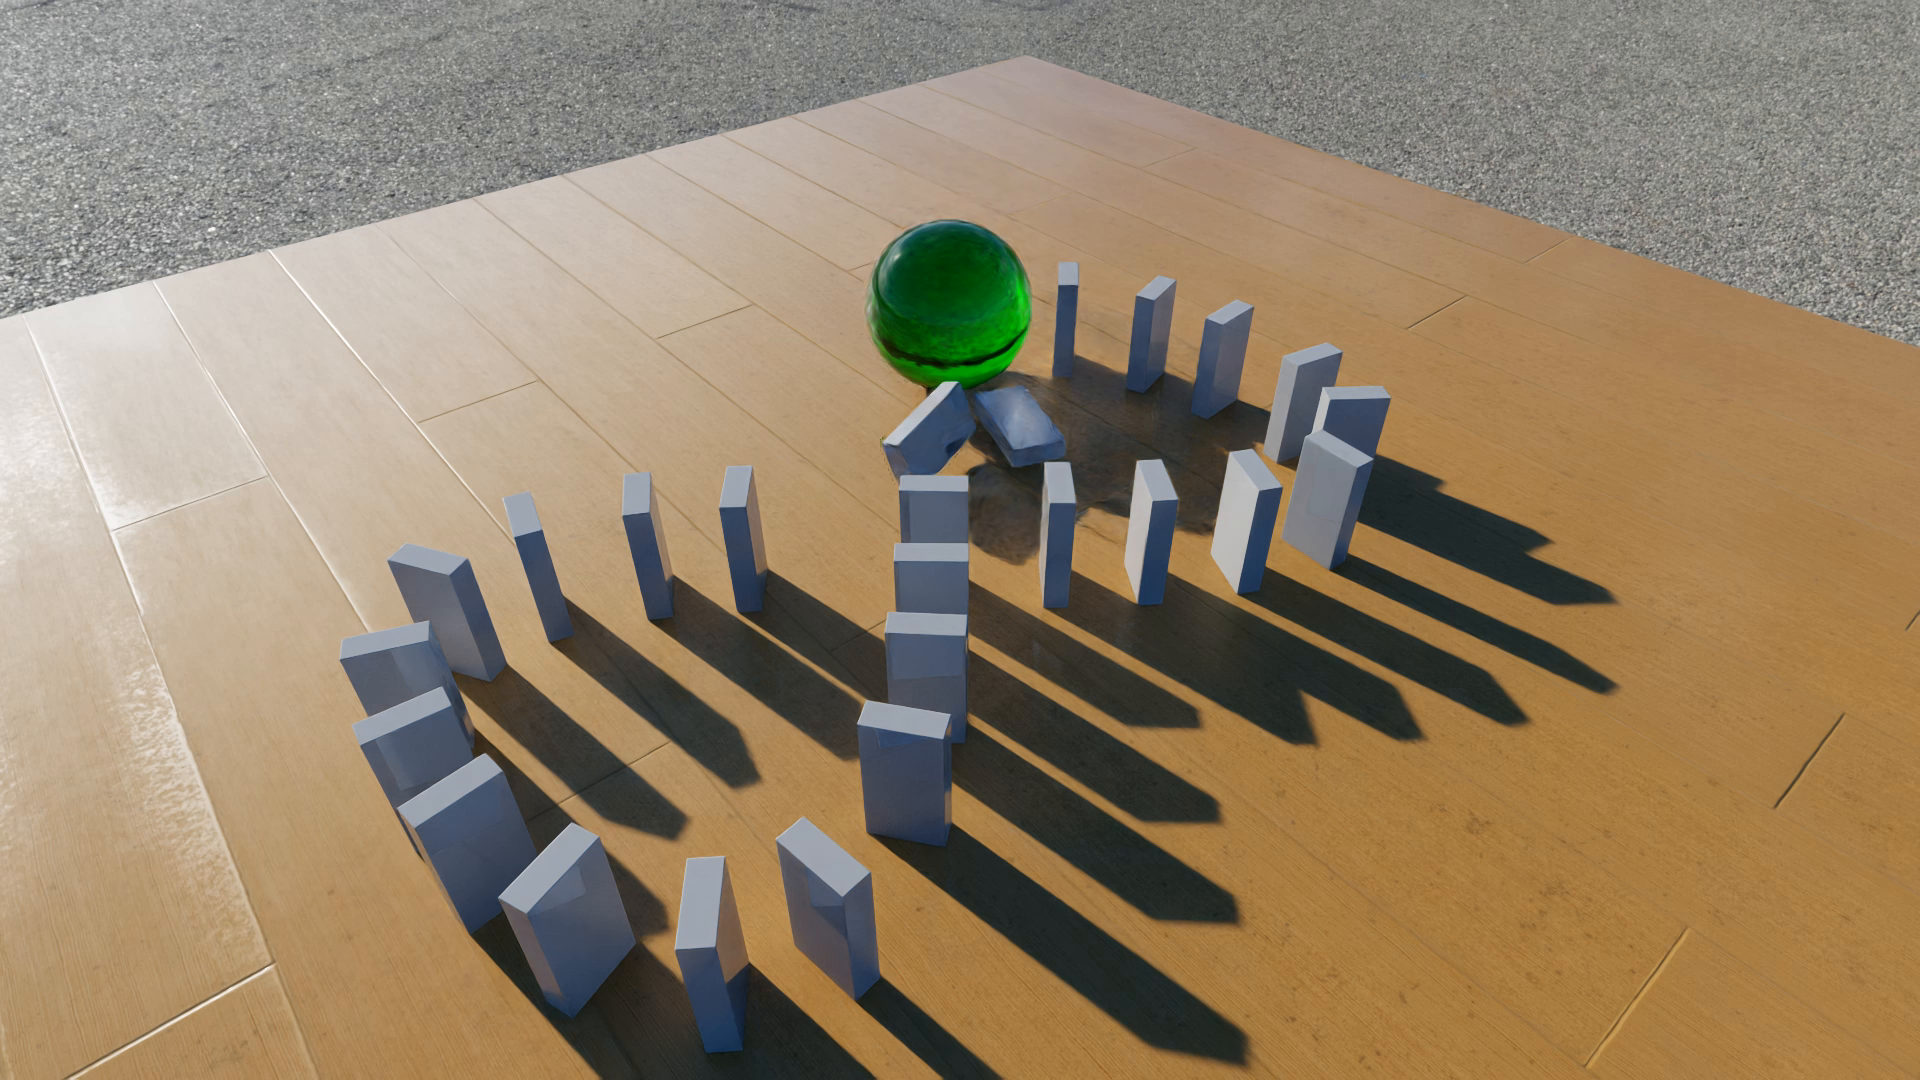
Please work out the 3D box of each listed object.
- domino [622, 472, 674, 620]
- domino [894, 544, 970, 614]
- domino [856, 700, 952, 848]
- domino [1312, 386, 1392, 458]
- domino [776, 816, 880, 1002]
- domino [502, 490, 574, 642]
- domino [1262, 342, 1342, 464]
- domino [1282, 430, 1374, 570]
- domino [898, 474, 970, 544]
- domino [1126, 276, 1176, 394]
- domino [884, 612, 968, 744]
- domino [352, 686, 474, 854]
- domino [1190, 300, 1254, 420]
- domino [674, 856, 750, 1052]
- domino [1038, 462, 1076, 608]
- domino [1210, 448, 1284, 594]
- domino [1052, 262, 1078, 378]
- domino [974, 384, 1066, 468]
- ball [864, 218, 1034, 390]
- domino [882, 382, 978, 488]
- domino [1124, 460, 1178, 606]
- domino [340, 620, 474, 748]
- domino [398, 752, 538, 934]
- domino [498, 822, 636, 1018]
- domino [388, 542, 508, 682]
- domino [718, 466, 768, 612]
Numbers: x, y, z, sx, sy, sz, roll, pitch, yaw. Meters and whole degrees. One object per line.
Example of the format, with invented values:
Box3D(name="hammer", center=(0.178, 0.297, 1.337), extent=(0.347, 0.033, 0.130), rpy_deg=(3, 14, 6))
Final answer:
Box3D(name="domino", center=(-0.115, 0.003, 0.408), extent=(0.010, 0.050, 0.025), rpy_deg=(-8, 40, -9))
Box3D(name="domino", center=(-0.009, 0.023, 0.383), extent=(0.025, 0.050, 0.010), rpy_deg=(0, 39, 0))
Box3D(name="domino", center=(-0.016, 0.070, 0.326), extent=(0.025, 0.050, 0.009), rpy_deg=(8, 40, 10))
Box3D(name="domino", center=(0.161, -0.040, 0.461), extent=(0.025, 0.050, 0.009), rpy_deg=(-2, 39, -2))
Box3D(name="domino", center=(-0.034, 0.098, 0.291), extent=(0.025, 0.050, 0.010), rpy_deg=(30, 48, 31))
Box3D(name="domino", center=(-0.153, 0.010, 0.399), extent=(0.010, 0.050, 0.025), rpy_deg=(-17, 42, -20))
Box3D(name="domino", center=(0.151, -0.060, 0.485), extent=(0.025, 0.050, 0.009), rpy_deg=(-19, 43, -22))
Box3D(name="domino", center=(0.143, -0.015, 0.430), extent=(0.009, 0.050, 0.025), rpy_deg=(-24, 45, -27))
Box3D(name="domino", center=(-0.009, -0.001, 0.413), extent=(0.025, 0.050, 0.009), rpy_deg=(1, 39, 1))
Box3D(name="domino", center=(0.092, -0.099, 0.533), extent=(0.009, 0.050, 0.025), rpy_deg=(22, 44, 25))
Box3D(name="domino", center=(-0.010, 0.045, 0.356), extent=(0.025, 0.050, 0.009), rpy_deg=(2, 39, 2))
Box3D(name="domino", center=(-0.158, 0.069, 0.327), extent=(0.025, 0.050, 0.009), rpy_deg=(-25, 45, -27))
Box3D(name="domino", center=(0.122, -0.084, 0.514), extent=(0.009, 0.050, 0.025), rpy_deg=(32, 49, 33))
Box3D(name="domino", center=(-0.063, 0.107, 0.281), extent=(0.009, 0.050, 0.025), rpy_deg=(-3, 39, -3))
Box3D(name="domino", center=(0.036, -0.002, 0.413), extent=(0.010, 0.050, 0.025), rpy_deg=(0, 39, 0))
Box3D(name="domino", center=(0.109, -0.007, 0.420), extent=(0.010, 0.050, 0.025), rpy_deg=(-9, 40, -11))
Box3D(name="domino", center=(0.052, -0.109, 0.544), extent=(0.010, 0.050, 0.025), rpy_deg=(3, 39, 4))
Box3D(name="domino", center=(0.027, -0.053, 0.508), extent=(0.025, 0.010, 0.050), rpy_deg=(-13, 41, -15))
Box3D(name="ball", center=(-0.005, -0.111, 0.521), extent=(0.080, 0.080, 0.080), rpy_deg=(0, 39, 0))
Box3D(name="domino", center=(-0.012, -0.045, 0.474), extent=(0.010, 0.025, 0.050), rpy_deg=(6, 41, 35))
Box3D(name="domino", center=(0.072, -0.003, 0.415), extent=(0.010, 0.050, 0.025), rpy_deg=(-4, 39, -4))
Box3D(name="domino", center=(-0.175, 0.050, 0.351), extent=(0.025, 0.050, 0.009), rpy_deg=(-12, 41, -15))
Box3D(name="domino", center=(-0.135, 0.085, 0.307), extent=(0.009, 0.050, 0.025), rpy_deg=(30, 48, 31))
Box3D(name="domino", center=(-0.102, 0.100, 0.289), extent=(0.009, 0.050, 0.025), rpy_deg=(19, 43, 22))
Box3D(name="domino", center=(-0.176, 0.026, 0.380), extent=(0.025, 0.050, 0.009), rpy_deg=(12, 41, 14))
Box3D(name="domino", center=(-0.081, 0.000, 0.412), extent=(0.009, 0.050, 0.025), rpy_deg=(-2, 39, -2))
